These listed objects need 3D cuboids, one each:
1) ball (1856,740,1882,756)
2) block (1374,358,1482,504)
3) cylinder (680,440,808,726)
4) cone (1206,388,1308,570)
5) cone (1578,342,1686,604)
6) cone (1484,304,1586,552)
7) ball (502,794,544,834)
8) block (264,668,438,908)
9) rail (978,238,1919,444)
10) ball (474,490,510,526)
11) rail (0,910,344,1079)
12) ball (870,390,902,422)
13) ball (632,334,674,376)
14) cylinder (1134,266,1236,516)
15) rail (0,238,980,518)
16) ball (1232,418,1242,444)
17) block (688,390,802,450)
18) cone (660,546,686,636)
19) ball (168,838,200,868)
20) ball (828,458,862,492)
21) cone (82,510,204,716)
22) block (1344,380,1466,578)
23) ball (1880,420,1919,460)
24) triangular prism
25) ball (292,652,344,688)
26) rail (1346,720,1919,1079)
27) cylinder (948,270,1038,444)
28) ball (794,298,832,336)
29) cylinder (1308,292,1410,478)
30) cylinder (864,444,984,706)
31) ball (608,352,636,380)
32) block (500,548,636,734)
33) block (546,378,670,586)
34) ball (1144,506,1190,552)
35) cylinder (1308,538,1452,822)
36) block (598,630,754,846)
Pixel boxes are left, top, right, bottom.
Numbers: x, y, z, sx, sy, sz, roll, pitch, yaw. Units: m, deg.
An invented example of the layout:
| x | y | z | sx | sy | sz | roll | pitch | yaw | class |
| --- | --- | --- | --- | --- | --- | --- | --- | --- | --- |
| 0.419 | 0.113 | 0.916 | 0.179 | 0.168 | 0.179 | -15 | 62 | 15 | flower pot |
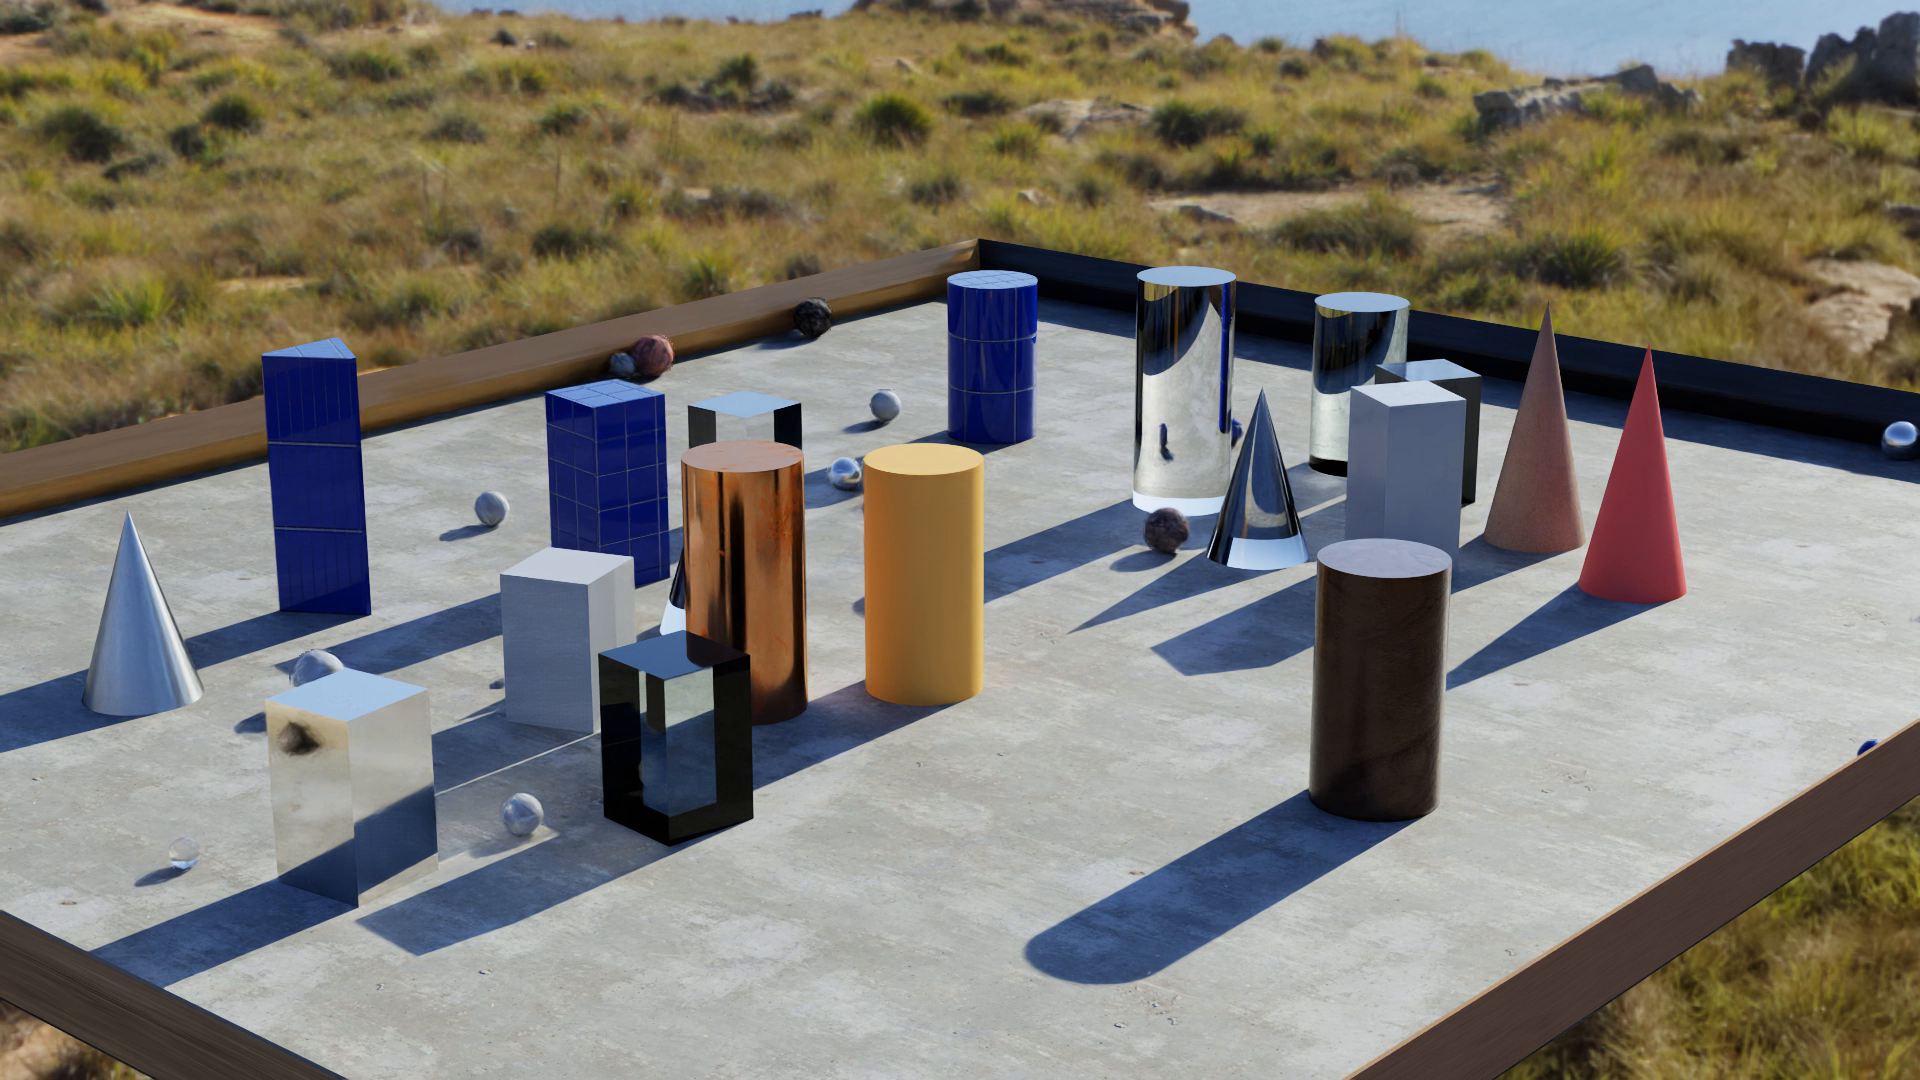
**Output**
| x | y | z | sx | sy | sz | roll | pitch | yaw | class |
| --- | --- | --- | --- | --- | --- | --- | --- | --- | --- |
| 1.341 | 0.317 | 4.307 | 0.046 | 0.046 | 0.046 | 0 | 17 | 0 | ball |
| 0.902 | -0.206 | 5.683 | 0.150 | 0.251 | 0.150 | -6 | 18 | -19 | block |
| -0.331 | 0.065 | 4.523 | 0.187 | 0.403 | 0.187 | 0 | 17 | 0 | cylinder |
| 0.542 | -0.125 | 5.303 | 0.187 | 0.316 | 0.187 | 0 | 17 | 0 | cone |
| 1.184 | -0.129 | 5.099 | 0.187 | 0.442 | 0.187 | 0 | 17 | 0 | cone |
| 1.067 | -0.220 | 5.381 | 0.187 | 0.452 | 0.187 | 0 | 17 | 0 | cone |
| -0.609 | 0.381 | 4.076 | 0.058 | 0.058 | 0.058 | 0 | 17 | 0 | ball |
| -0.808 | 0.327 | 3.904 | 0.150 | 0.260 | 0.150 | 11 | 20 | 32 | block |
| 1.294 | -0.401 | 6.547 | 3.342 | 0.122 | 0.045 | 14 | 22 | 39 | rail |
| -0.882 | -0.060 | 5.521 | 0.066 | 0.066 | 0.066 | 0 | 17 | 0 | ball |
| -1.294 | 0.462 | 3.694 | 3.342 | 0.122 | 0.045 | 14 | 22 | 39 | rail |
| -0.159 | -0.287 | 6.271 | 0.066 | 0.066 | 0.066 | 0 | 17 | 0 | ball |
| -0.699 | -0.420 | 6.661 | 0.094 | 0.094 | 0.094 | 0 | 17 | 0 | ball |
| 0.428 | -0.286 | 5.611 | 0.187 | 0.446 | 0.187 | 0 | 17 | 0 | cylinder |
| -1.244 | -0.282 | 6.155 | 0.045 | 0.122 | 3.995 | 14 | 22 | 39 | rail |
| 0.560 | -0.226 | 6.089 | 0.054 | 0.054 | 0.054 | 0 | 17 | 0 | ball |
| -0.403 | -0.144 | 5.513 | 0.150 | 0.231 | 0.150 | 14 | 22 | 38 | block |
| -0.412 | -0.002 | 4.900 | 0.187 | 0.313 | 0.187 | 0 | 17 | 0 | cone |
| -1.048 | 0.423 | 3.964 | 0.042 | 0.042 | 0.042 | 0 | 17 | 0 | ball |
| -0.225 | -0.129 | 5.747 | 0.067 | 0.067 | 0.067 | 0 | 17 | 0 | ball |
| -1.288 | 0.098 | 4.582 | 0.187 | 0.307 | 0.187 | 0 | 17 | 0 | cone |
| 0.789 | -0.102 | 5.209 | 0.150 | 0.327 | 0.150 | -6 | 18 | -18 | block |
| 1.915 | -0.202 | 5.962 | 0.082 | 0.082 | 0.082 | 0 | 17 | 0 | ball |
| -1.078 | -0.110 | 5.020 | 0.162 | 0.451 | 0.141 | 3 | 17 | 8 | triangular prism |
| -1.000 | 0.216 | 4.577 | 0.084 | 0.084 | 0.084 | 0 | 17 | 0 | ball |
| 1.244 | 0.343 | 4.087 | 0.045 | 0.122 | 3.995 | 14 | 22 | 39 | rail |
| 0.067 | -0.383 | 6.130 | 0.187 | 0.330 | 0.187 | 0 | 17 | 0 | cylinder |
| -0.353 | -0.534 | 7.045 | 0.091 | 0.091 | 0.091 | 0 | 17 | 0 | ball |
| 0.800 | -0.312 | 5.884 | 0.187 | 0.338 | 0.187 | 0 | 17 | 0 | cylinder |
| -0.057 | 0.053 | 4.614 | 0.187 | 0.374 | 0.187 | 0 | 17 | 0 | cylinder |
| -0.766 | -0.394 | 6.633 | 0.060 | 0.060 | 0.060 | 0 | 17 | 0 | ball |
| -0.601 | 0.153 | 4.519 | 0.150 | 0.238 | 0.150 | 6 | 18 | 20 | block |
| -0.621 | -0.096 | 5.172 | 0.150 | 0.336 | 0.150 | -14 | 22 | -38 | block |
| 0.378 | -0.019 | 5.356 | 0.083 | 0.083 | 0.083 | 0 | 17 | 0 | ball |
| 0.595 | 0.197 | 4.160 | 0.187 | 0.361 | 0.187 | 0 | 17 | 0 | cylinder |
| -0.397 | 0.275 | 4.103 | 0.150 | 0.245 | 0.150 | -15 | 23 | -41 | block |
